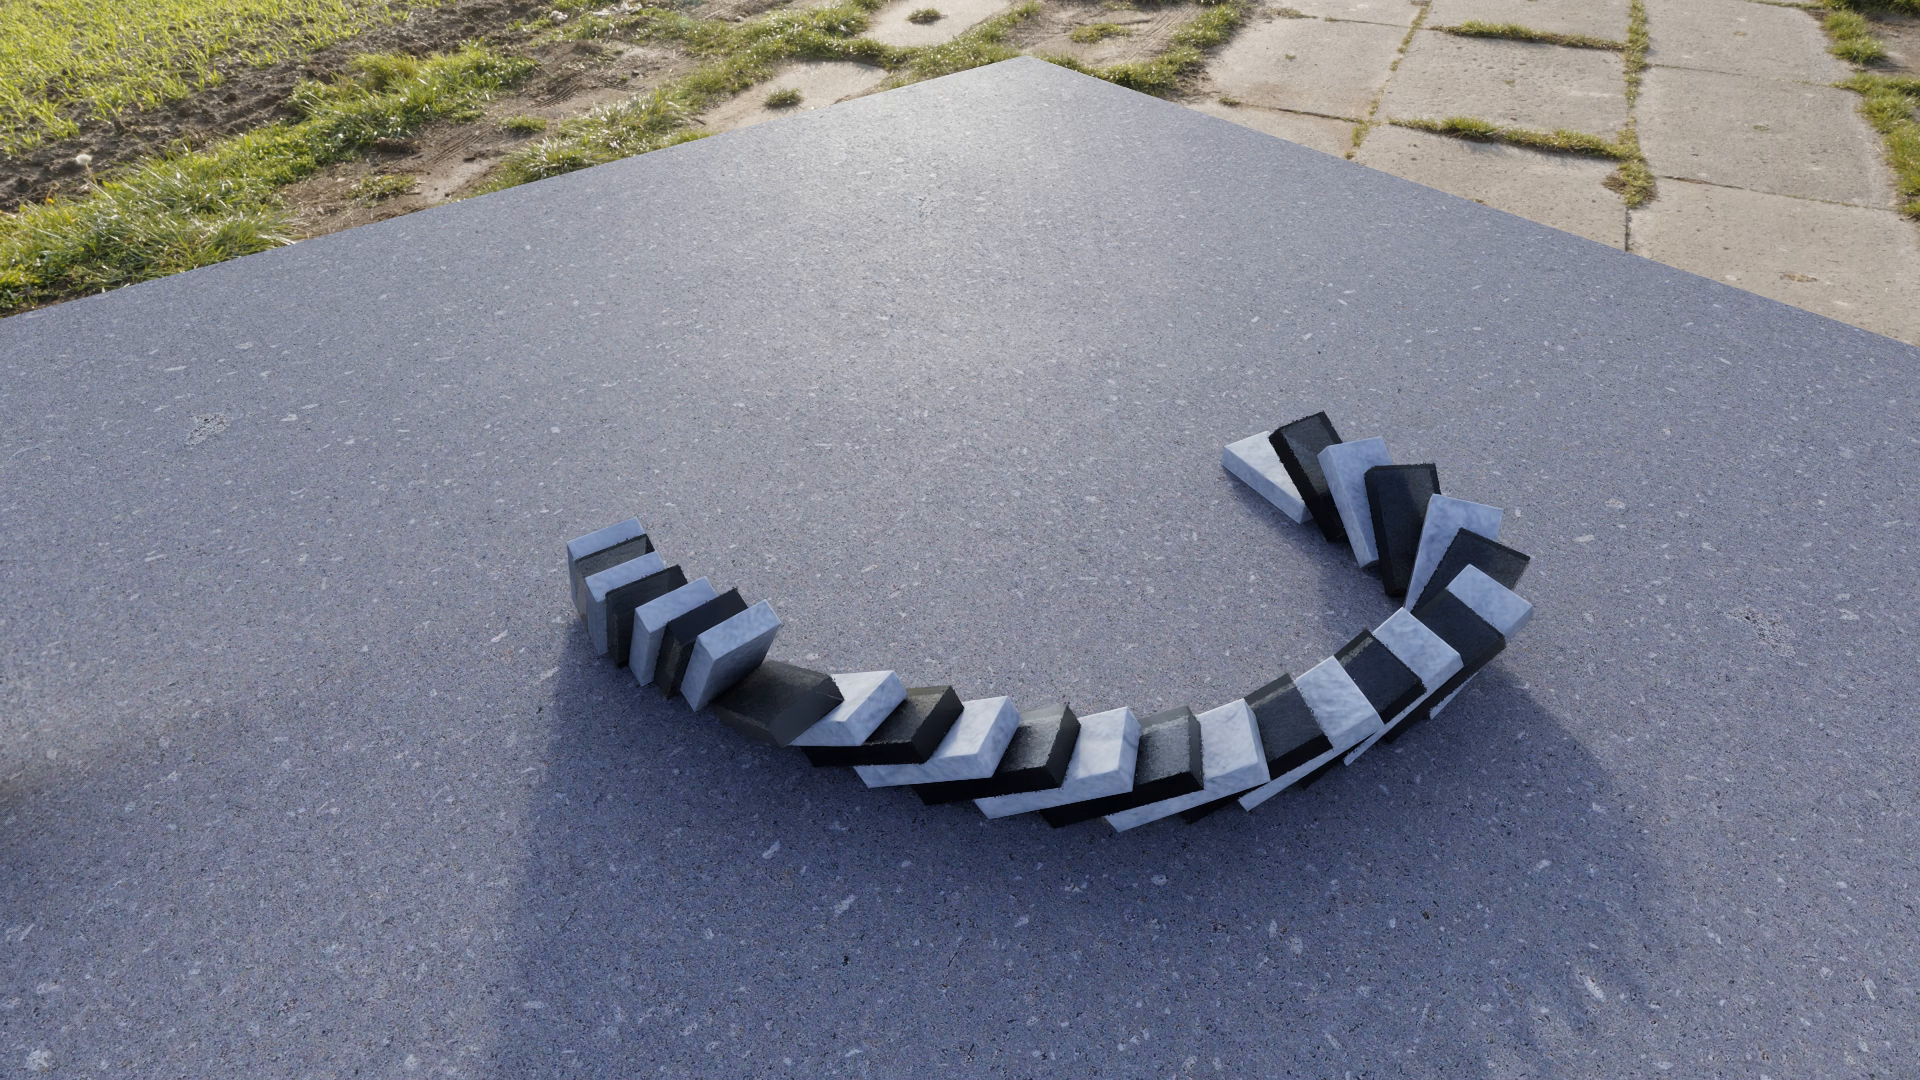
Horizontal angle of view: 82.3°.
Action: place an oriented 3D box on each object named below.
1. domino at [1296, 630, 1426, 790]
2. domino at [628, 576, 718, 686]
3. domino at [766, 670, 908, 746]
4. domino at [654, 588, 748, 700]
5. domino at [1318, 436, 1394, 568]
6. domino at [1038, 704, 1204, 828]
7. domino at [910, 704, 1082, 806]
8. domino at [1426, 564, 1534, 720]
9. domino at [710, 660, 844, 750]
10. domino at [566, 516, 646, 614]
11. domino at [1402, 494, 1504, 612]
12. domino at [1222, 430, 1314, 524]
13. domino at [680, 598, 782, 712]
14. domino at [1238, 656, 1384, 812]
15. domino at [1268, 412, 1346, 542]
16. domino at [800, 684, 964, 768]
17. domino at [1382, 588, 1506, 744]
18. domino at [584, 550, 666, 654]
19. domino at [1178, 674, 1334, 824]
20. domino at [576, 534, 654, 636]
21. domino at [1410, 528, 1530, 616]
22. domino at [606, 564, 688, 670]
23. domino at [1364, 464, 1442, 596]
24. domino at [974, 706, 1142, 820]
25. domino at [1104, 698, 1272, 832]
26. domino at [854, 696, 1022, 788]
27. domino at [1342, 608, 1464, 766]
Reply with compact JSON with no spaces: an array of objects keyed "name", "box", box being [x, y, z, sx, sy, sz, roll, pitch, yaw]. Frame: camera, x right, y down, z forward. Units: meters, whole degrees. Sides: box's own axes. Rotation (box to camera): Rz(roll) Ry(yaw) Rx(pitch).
[{"name":"domino","box":[0.122,0.055,0.357,0.050,0.010,0.025,-40,46,3]},{"name":"domino","box":[-0.098,0.032,0.374,0.025,0.050,0.010,-27,75,-29]},{"name":"domino","box":[-0.043,0.055,0.356,0.050,0.009,0.025,-11,25,46]},{"name":"domino","box":[-0.087,0.036,0.369,0.025,0.050,0.010,-29,76,-30]},{"name":"domino","box":[0.166,-0.016,0.443,0.025,0.009,0.050,-11,72,-13]},{"name":"domino","box":[0.049,0.070,0.338,0.050,0.009,0.025,-22,33,25]},{"name":"domino","box":[0.011,0.067,0.342,0.050,0.009,0.025,-16,29,33]},{"name":"domino","box":[0.170,0.035,0.380,0.050,0.009,0.025,-45,52,-1]},{"name":"domino","box":[-0.060,0.052,0.357,0.025,0.009,0.050,-37,19,-26]},{"name":"domino","box":[-0.128,0.011,0.399,0.025,0.050,0.010,-23,73,-26]},{"name":"domino","box":[0.183,0.010,0.410,0.025,0.009,0.050,15,77,17]},{"name":"domino","box":[0.140,-0.028,0.478,0.025,0.010,0.050,-20,43,-23]},{"name":"domino","box":[-0.077,0.039,0.365,0.025,0.050,0.009,-30,77,-31]},{"name":"domino","box":[0.105,0.061,0.349,0.050,0.009,0.025,-35,41,9]},{"name":"domino","box":[0.152,-0.027,0.456,0.025,0.010,0.050,-21,76,-23]},{"name":"domino","box":[-0.025,0.060,0.351,0.050,0.010,0.025,-12,27,40]},{"name":"domino","box":[0.155,0.042,0.371,0.050,0.010,0.025,-41,49,2]},{"name":"domino","box":[-0.117,0.023,0.385,0.025,0.050,0.009,-23,73,-26]},{"name":"domino","box":[0.087,0.065,0.344,0.050,0.009,0.025,-32,39,12]},{"name":"domino","box":[-0.122,0.017,0.392,0.025,0.050,0.009,-23,73,-26]},{"name":"domino","box":[0.179,0.023,0.394,0.025,0.009,0.050,29,81,29]},{"name":"domino","box":[-0.108,0.027,0.379,0.025,0.050,0.009,-23,73,-26]},{"name":"domino","box":[0.176,-0.004,0.428,0.025,0.009,0.050,-2,72,-4]},{"name":"domino","box":[0.030,0.069,0.339,0.050,0.010,0.025,-19,31,29]},{"name":"domino","box":[0.068,0.069,0.338,0.050,0.009,0.025,-25,35,21]},{"name":"domino","box":[-0.007,0.064,0.346,0.050,0.010,0.025,-14,28,37]},{"name":"domino","box":[0.138,0.048,0.365,0.050,0.010,0.025,-41,47,2]}]
